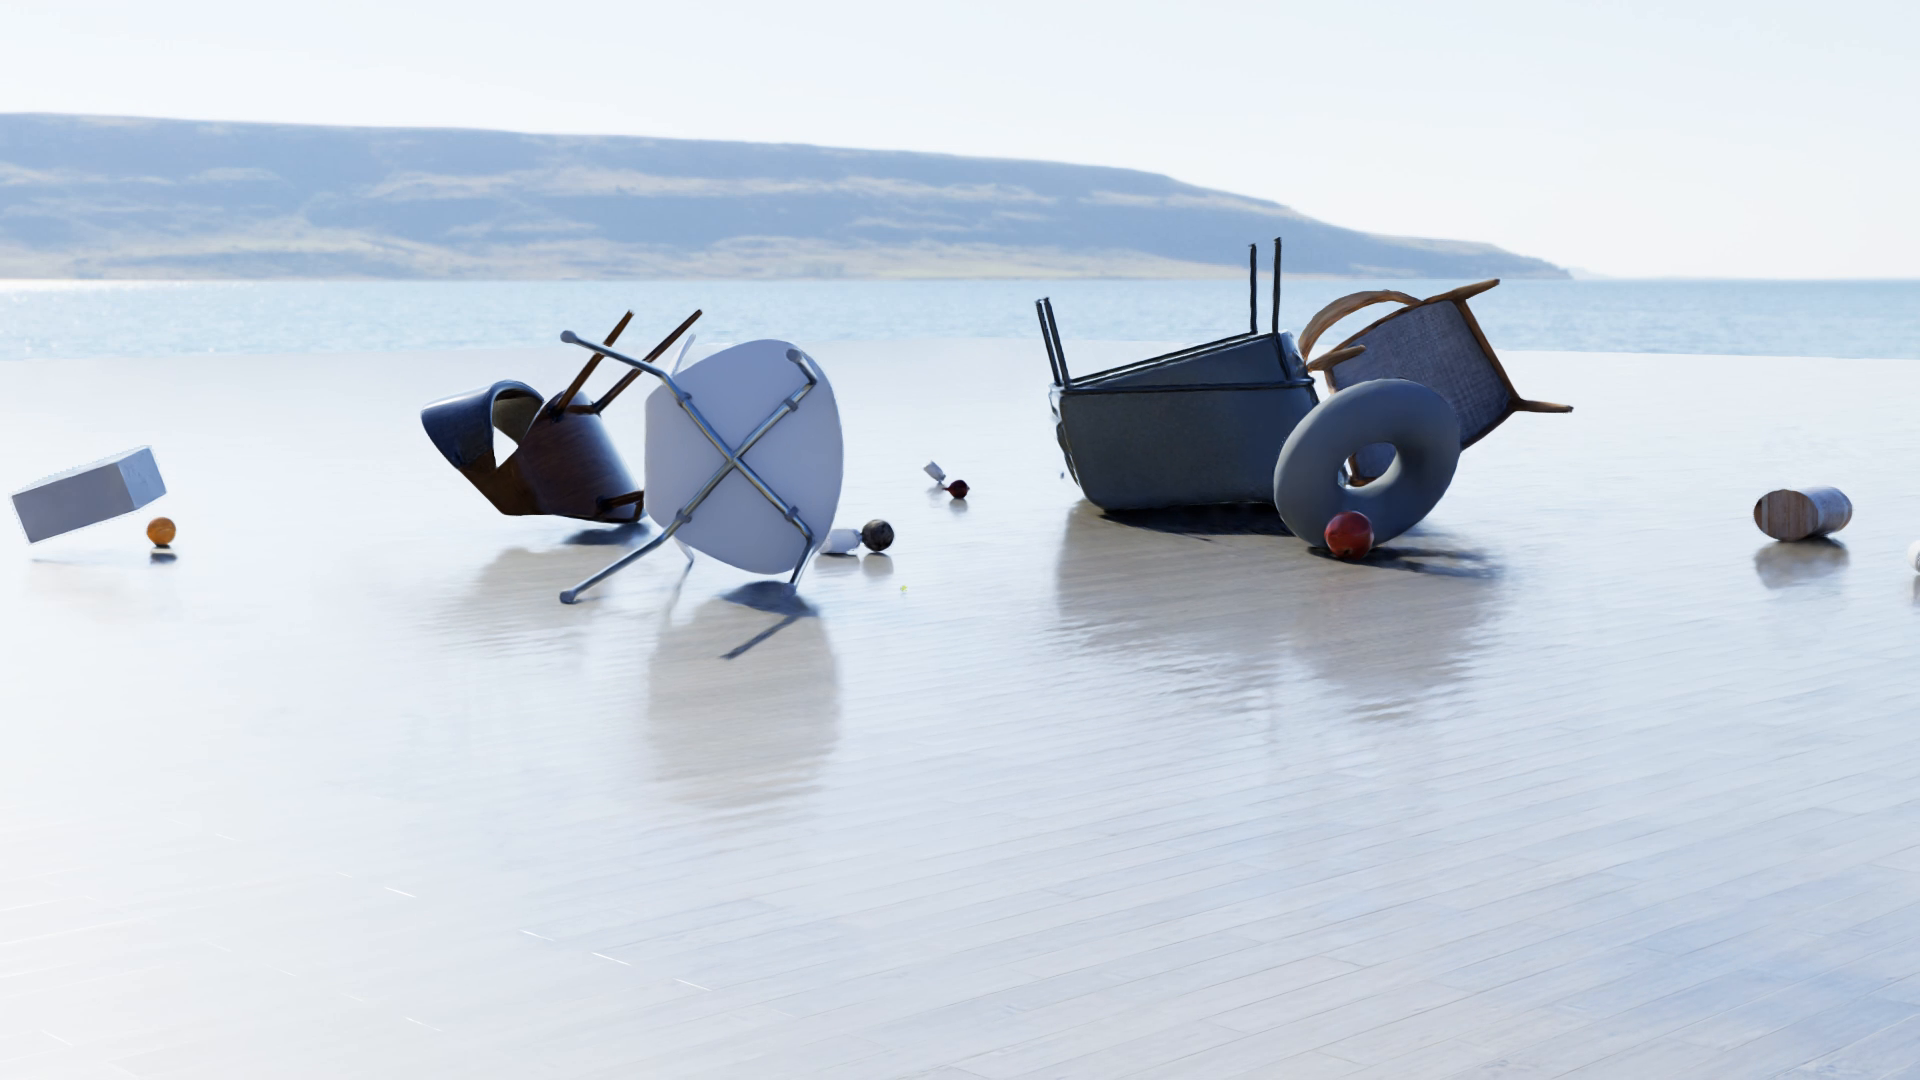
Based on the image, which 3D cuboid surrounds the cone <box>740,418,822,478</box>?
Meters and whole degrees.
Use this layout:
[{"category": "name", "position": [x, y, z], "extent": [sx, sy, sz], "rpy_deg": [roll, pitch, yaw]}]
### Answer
[{"category": "cone", "position": [-0.564, -0.255, 8.415], "extent": [0.258, 0.223, 0.165], "rpy_deg": [22, -25, -6]}]

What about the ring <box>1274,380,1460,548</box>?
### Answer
[{"category": "ring", "position": [0.980, -0.179, 6.181], "extent": [0.484, 0.405, 0.165], "rpy_deg": [-40, 28, 13]}]

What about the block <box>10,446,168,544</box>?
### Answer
[{"category": "block", "position": [-2.096, -0.109, 6.183], "extent": [0.286, 0.123, 0.187], "rpy_deg": [-17, 11, 10]}]

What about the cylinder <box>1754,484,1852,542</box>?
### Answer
[{"category": "cylinder", "position": [2.123, -0.069, 6.458], "extent": [0.168, 0.129, 0.211], "rpy_deg": [6, 8, 41]}]

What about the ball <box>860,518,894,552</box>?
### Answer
[{"category": "ball", "position": [-0.198, -0.012, 6.139], "extent": [0.079, 0.079, 0.079], "rpy_deg": [0, 6, 0]}]
